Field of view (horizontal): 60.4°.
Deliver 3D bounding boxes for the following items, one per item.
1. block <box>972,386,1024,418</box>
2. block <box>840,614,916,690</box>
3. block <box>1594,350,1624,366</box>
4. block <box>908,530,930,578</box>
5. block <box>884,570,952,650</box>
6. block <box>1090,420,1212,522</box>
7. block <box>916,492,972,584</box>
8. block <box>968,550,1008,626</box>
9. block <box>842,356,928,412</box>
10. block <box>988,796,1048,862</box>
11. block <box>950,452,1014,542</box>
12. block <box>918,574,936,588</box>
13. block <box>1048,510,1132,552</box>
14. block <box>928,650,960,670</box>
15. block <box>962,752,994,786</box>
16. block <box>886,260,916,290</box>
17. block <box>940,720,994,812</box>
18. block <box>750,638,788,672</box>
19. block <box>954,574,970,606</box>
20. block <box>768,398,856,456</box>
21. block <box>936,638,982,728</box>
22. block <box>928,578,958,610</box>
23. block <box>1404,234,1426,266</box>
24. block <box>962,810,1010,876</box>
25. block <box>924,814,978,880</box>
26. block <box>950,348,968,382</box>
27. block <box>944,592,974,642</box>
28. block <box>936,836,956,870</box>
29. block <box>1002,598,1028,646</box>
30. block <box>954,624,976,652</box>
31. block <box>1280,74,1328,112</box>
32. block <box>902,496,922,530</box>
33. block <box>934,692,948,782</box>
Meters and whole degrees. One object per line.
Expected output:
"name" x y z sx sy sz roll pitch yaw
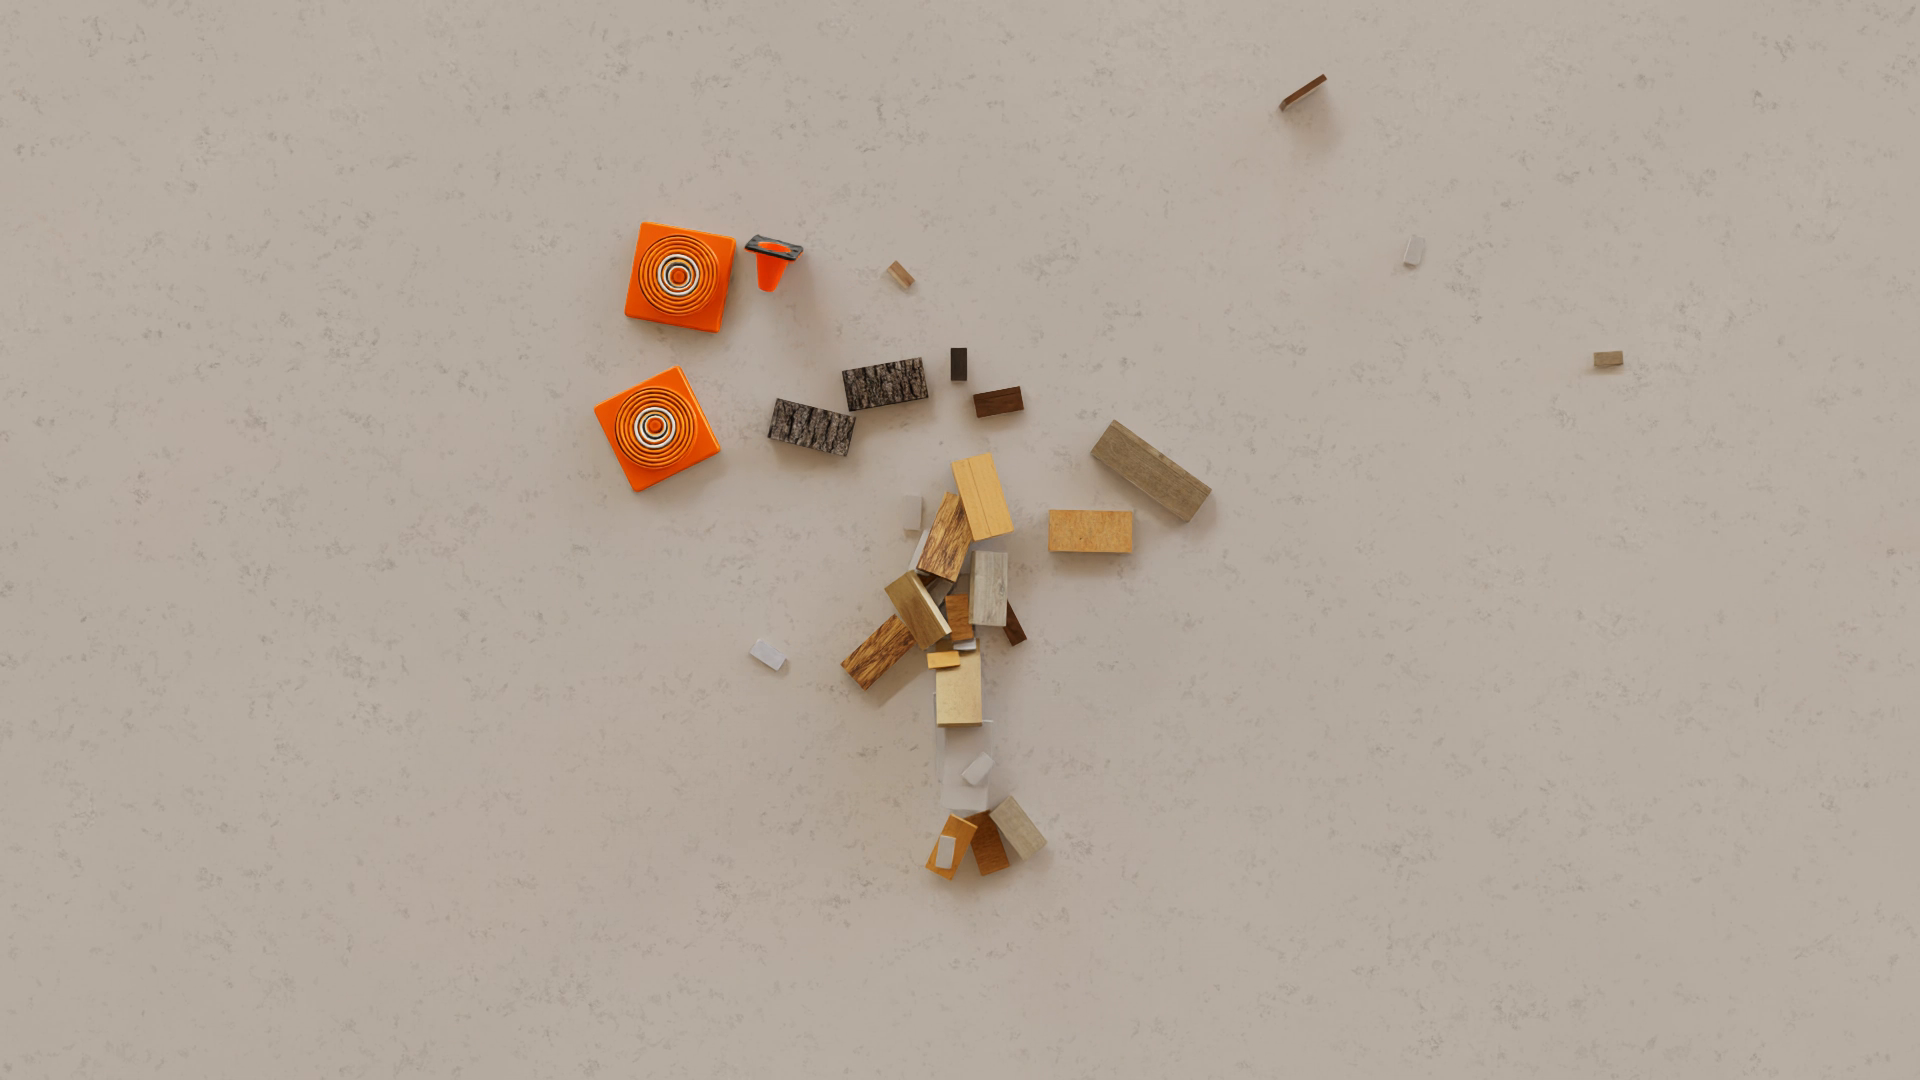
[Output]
"block" 0.128 -0.458 5.489 0.158 0.022 0.079 -11 90 0
"block" -0.266 0.372 5.483 0.246 0.034 0.121 -43 90 0
"block" 2.159 -0.604 5.493 0.093 0.013 0.046 -4 90 0
"block" -0.111 0.047 5.466 0.073 0.021 0.146 19 76 11
"block" -0.139 0.230 5.441 0.121 0.034 0.242 -36 84 34
"block" 0.634 -0.230 5.481 0.401 0.038 0.134 36 90 0
"block" -0.033 -0.009 5.448 0.137 0.039 0.275 21 77 -1
"block" 0.094 0.160 5.442 0.121 0.034 0.242 6 82 -26
"block" -0.248 -0.517 5.481 0.268 0.038 0.134 -10 90 0
"block" 0.191 0.956 5.471 0.099 0.028 0.198 -38 94 -11
"block" 0.073 -0.140 5.447 0.137 0.039 0.275 -15 80 -9
"block" -0.109 0.102 5.478 0.146 0.021 0.073 -40 70 0
"block" 0.433 -0.030 5.481 0.275 0.039 0.137 1 90 0
"block" -0.054 0.394 5.424 0.103 0.015 0.052 -6 65 -2
"block" 0.060 0.747 5.383 0.052 0.015 0.104 42 90 0
"block" -0.197 -0.882 5.493 0.046 0.013 0.093 -43 90 0
"block" 0.024 0.734 5.411 0.146 0.041 0.293 5 90 0
"block" -0.639 0.382 5.492 0.113 0.016 0.056 33 90 0
"block" 0.024 0.186 5.471 0.075 0.021 0.149 -7 76 -2
"block" -0.492 -0.374 5.481 0.268 0.038 0.134 14 90 0
"block" -0.004 0.468 5.420 0.146 0.041 0.293 -1 65 0
"block" -0.078 0.183 5.473 0.073 0.021 0.146 33 90 30
"block" 1.513 -0.965 5.493 0.046 0.013 0.093 17 90 0
"block" 0.086 1.006 5.486 0.099 0.028 0.198 -19 90 0
"block" -0.029 1.018 5.469 0.099 0.028 0.198 26 97 7
"block" -0.004 -0.573 5.384 0.054 0.015 0.108 0 90 0
"block" -0.003 0.254 5.431 0.075 0.021 0.149 -8 86 -3
"block" -0.048 1.032 5.451 0.052 0.015 0.103 10 95 8
"block" 0.140 0.226 5.492 0.056 0.016 0.259 -27 90 0
"block" 0.013 0.294 5.462 0.075 0.021 0.149 -2 68 0
"block" 1.135 -1.480 5.460 0.158 0.079 0.022 -33 90 0
"block" -0.158 -0.091 5.492 0.056 0.016 0.113 5 90 0
"block" -0.007 0.648 5.452 0.146 0.041 0.292 -4 90 0
